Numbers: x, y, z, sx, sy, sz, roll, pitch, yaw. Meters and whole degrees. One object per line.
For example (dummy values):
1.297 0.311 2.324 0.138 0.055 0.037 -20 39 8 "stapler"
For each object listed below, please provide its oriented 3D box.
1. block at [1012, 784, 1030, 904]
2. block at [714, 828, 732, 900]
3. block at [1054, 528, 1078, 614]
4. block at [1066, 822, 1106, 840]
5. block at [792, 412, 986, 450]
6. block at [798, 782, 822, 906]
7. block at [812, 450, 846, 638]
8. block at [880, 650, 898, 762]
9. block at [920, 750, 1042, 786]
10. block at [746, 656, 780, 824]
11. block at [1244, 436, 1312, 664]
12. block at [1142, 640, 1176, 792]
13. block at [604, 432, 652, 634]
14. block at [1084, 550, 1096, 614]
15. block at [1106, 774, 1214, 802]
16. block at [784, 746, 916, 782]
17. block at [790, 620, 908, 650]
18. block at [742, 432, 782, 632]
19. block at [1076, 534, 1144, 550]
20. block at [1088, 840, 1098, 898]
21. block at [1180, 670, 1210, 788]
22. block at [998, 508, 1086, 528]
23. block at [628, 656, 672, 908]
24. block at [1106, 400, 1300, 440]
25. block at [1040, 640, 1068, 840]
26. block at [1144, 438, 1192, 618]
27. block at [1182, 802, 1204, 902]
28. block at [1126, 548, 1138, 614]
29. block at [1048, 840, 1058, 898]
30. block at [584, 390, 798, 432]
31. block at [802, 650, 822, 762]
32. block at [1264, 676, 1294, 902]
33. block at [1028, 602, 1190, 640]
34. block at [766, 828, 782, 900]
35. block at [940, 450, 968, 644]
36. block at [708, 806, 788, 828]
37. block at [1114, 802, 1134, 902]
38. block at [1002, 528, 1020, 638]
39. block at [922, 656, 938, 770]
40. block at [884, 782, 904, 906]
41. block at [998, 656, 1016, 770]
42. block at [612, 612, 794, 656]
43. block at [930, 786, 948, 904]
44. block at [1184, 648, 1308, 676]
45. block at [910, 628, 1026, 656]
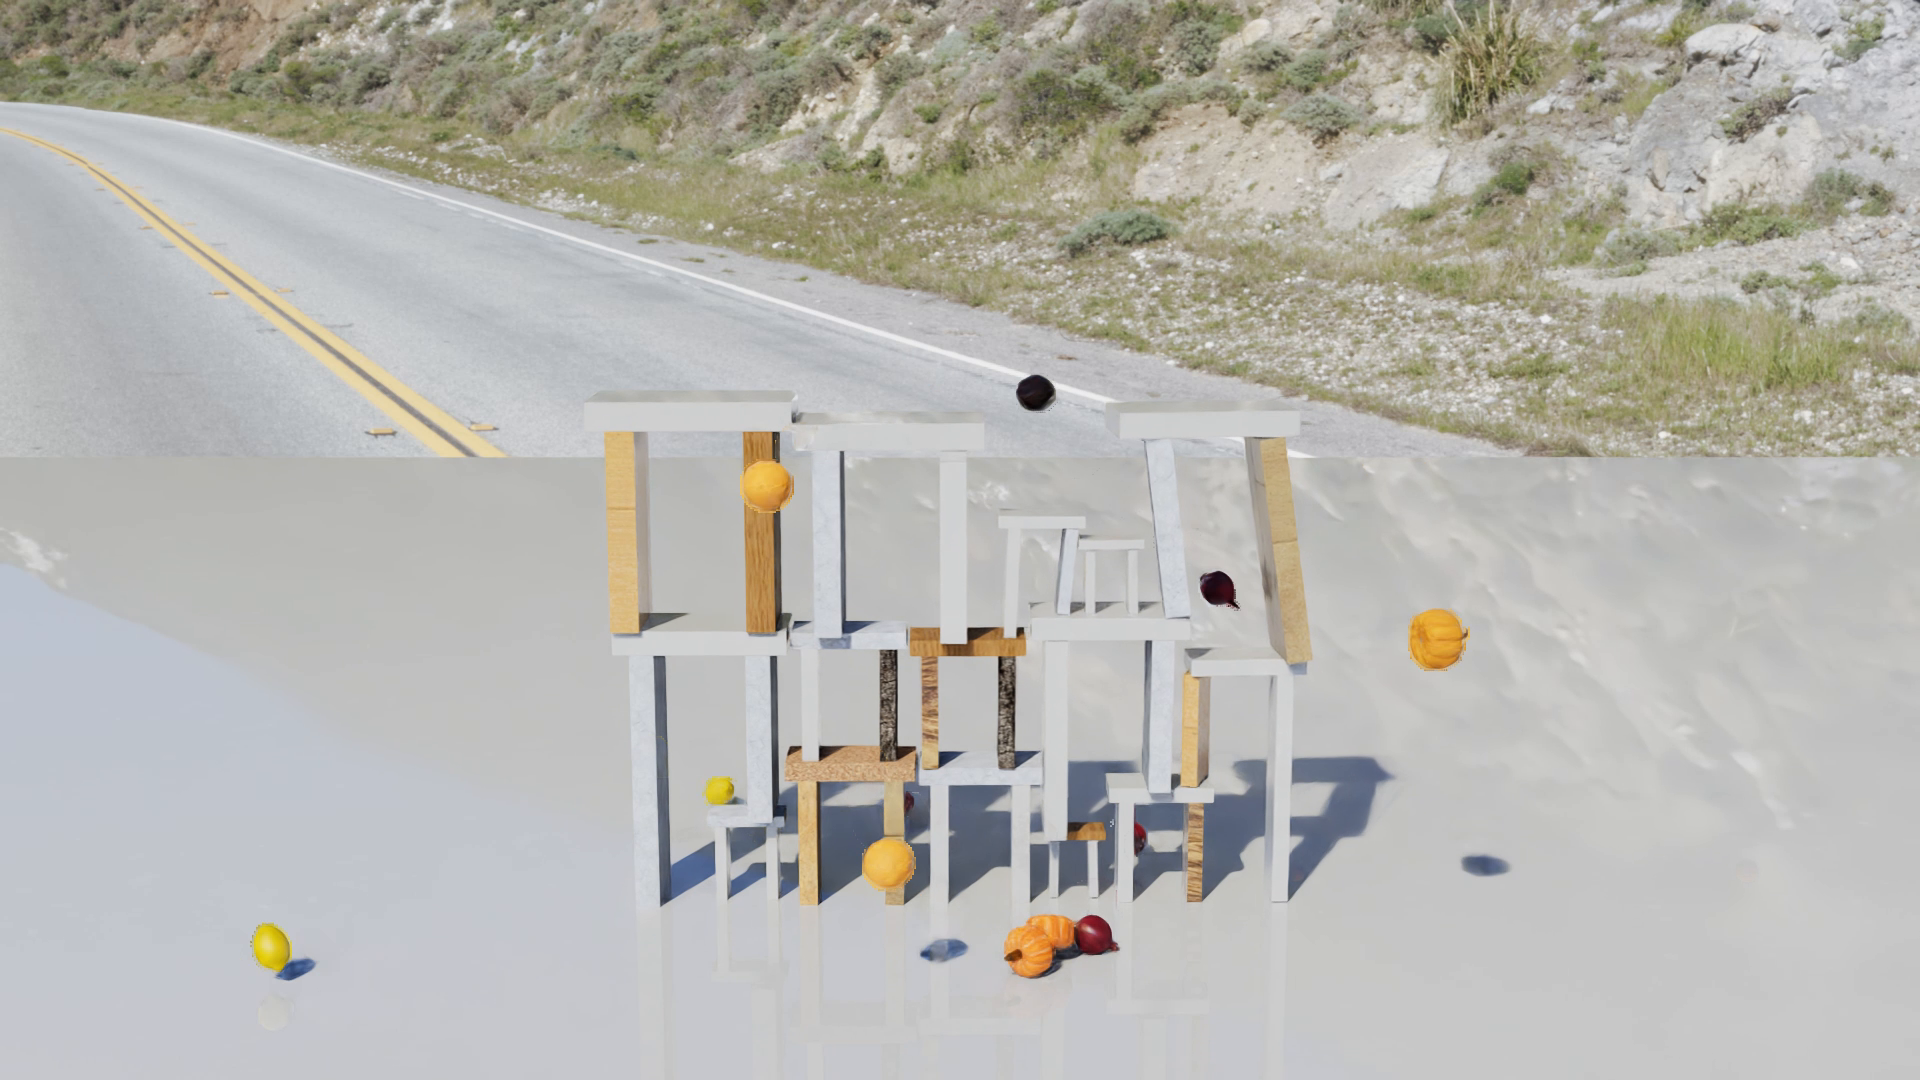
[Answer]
0.100 0.490 3.654 0.029 0.202 0.101 0 11 0 "block"
-0.394 0.528 3.657 0.018 0.126 0.063 0 11 0 "block"
0.172 0.045 3.561 0.020 0.139 0.070 5 10 -3 "block"
0.190 0.484 3.653 0.100 0.014 0.050 0 11 0 "block"
-0.112 -0.175 3.526 0.301 0.043 0.151 0 11 0 "block"
-0.249 0.487 3.646 0.030 0.212 0.106 0 11 0 "block"
-0.210 -0.005 3.556 0.043 0.301 0.151 0 10 0 "block"
-0.117 0.260 3.610 0.027 0.187 0.094 0 10 0 "block"
0.034 0.377 3.634 0.202 0.029 0.101 0 11 -1 "block"
-0.325 0.310 3.621 0.040 0.280 0.140 0 11 0 "block"
0.515 0.006 3.565 0.041 0.364 0.144 -9 10 -2 "block"
0.325 0.274 3.607 0.036 0.254 0.127 1 11 0 "block"
-0.535 -0.026 3.558 0.046 0.324 0.162 0 11 0 "block"
0.210 0.062 3.564 0.015 0.106 0.053 0 10 0 "block"
0.329 0.410 3.636 0.171 0.024 0.086 0 11 0 "block"
-0.179 0.368 3.623 0.211 0.030 0.106 0 11 0 "block"
-0.180 0.155 3.590 0.187 0.027 0.094 0 11 0 "block"
-0.319 -0.026 3.561 0.046 0.324 0.162 0 11 -1 "block"
0.241 0.003 3.550 0.106 0.015 0.053 -1 11 -3 "block"
0.221 0.540 3.664 0.014 0.100 0.050 -2 11 0 "block"
0.389 0.304 3.625 0.027 0.187 0.094 3 10 18 "block"
0.133 -0.035 3.551 0.140 0.020 0.070 0 11 4 "block"
-0.511 0.381 3.635 0.040 0.424 0.140 0 11 0 "block"
0.387 -0.194 3.529 0.288 0.041 0.144 -1 11 -5 "block"
0.155 0.314 3.615 0.036 0.335 0.127 0 11 -1 "block"
0.335 -0.030 3.555 0.041 0.288 0.144 -7 10 5 "block"
0.387 0.506 3.654 0.024 0.171 0.085 0 11 0 "block"
0.279 0.061 3.566 0.015 0.106 0.053 -1 11 -1 "block"
0.156 0.540 3.664 0.014 0.100 0.050 0 11 0 "block"
-0.427 -0.208 3.525 0.324 0.046 0.162 0 11 0 "block"
-0.244 0.260 3.609 0.027 0.187 0.094 0 11 -1 "block"
0.527 0.400 3.640 0.027 0.382 0.094 0 10 0 "block"
0.241 0.131 3.579 0.254 0.036 0.127 0 11 -1 "block"
-0.310 0.528 3.657 0.018 0.126 0.063 0 11 0 "block"
-0.011 -0.001 3.561 0.043 0.312 0.151 0 11 0 "block"
-0.352 0.457 3.644 0.126 0.018 0.063 0 11 0 "block"
0.273 0.506 3.654 0.024 0.171 0.085 0 11 0 "block"
0.083 0.064 3.572 0.020 0.180 0.070 2 10 -2 "block"
-0.049 0.272 3.607 0.027 0.188 0.094 0 11 0 "block"
-0.108 0.487 3.646 0.030 0.212 0.106 0 11 0 "block"
0.076 0.272 3.607 0.027 0.188 0.094 0 11 0 "block"
-0.418 0.153 3.592 0.280 0.040 0.140 0 11 0 "block"
-0.034 0.490 3.654 0.029 0.202 0.101 0 11 0 "block"
0.466 0.199 3.603 0.187 0.027 0.094 0 10 -2 "block"
0.012 0.166 3.589 0.188 0.027 0.094 0 11 0 "block"
